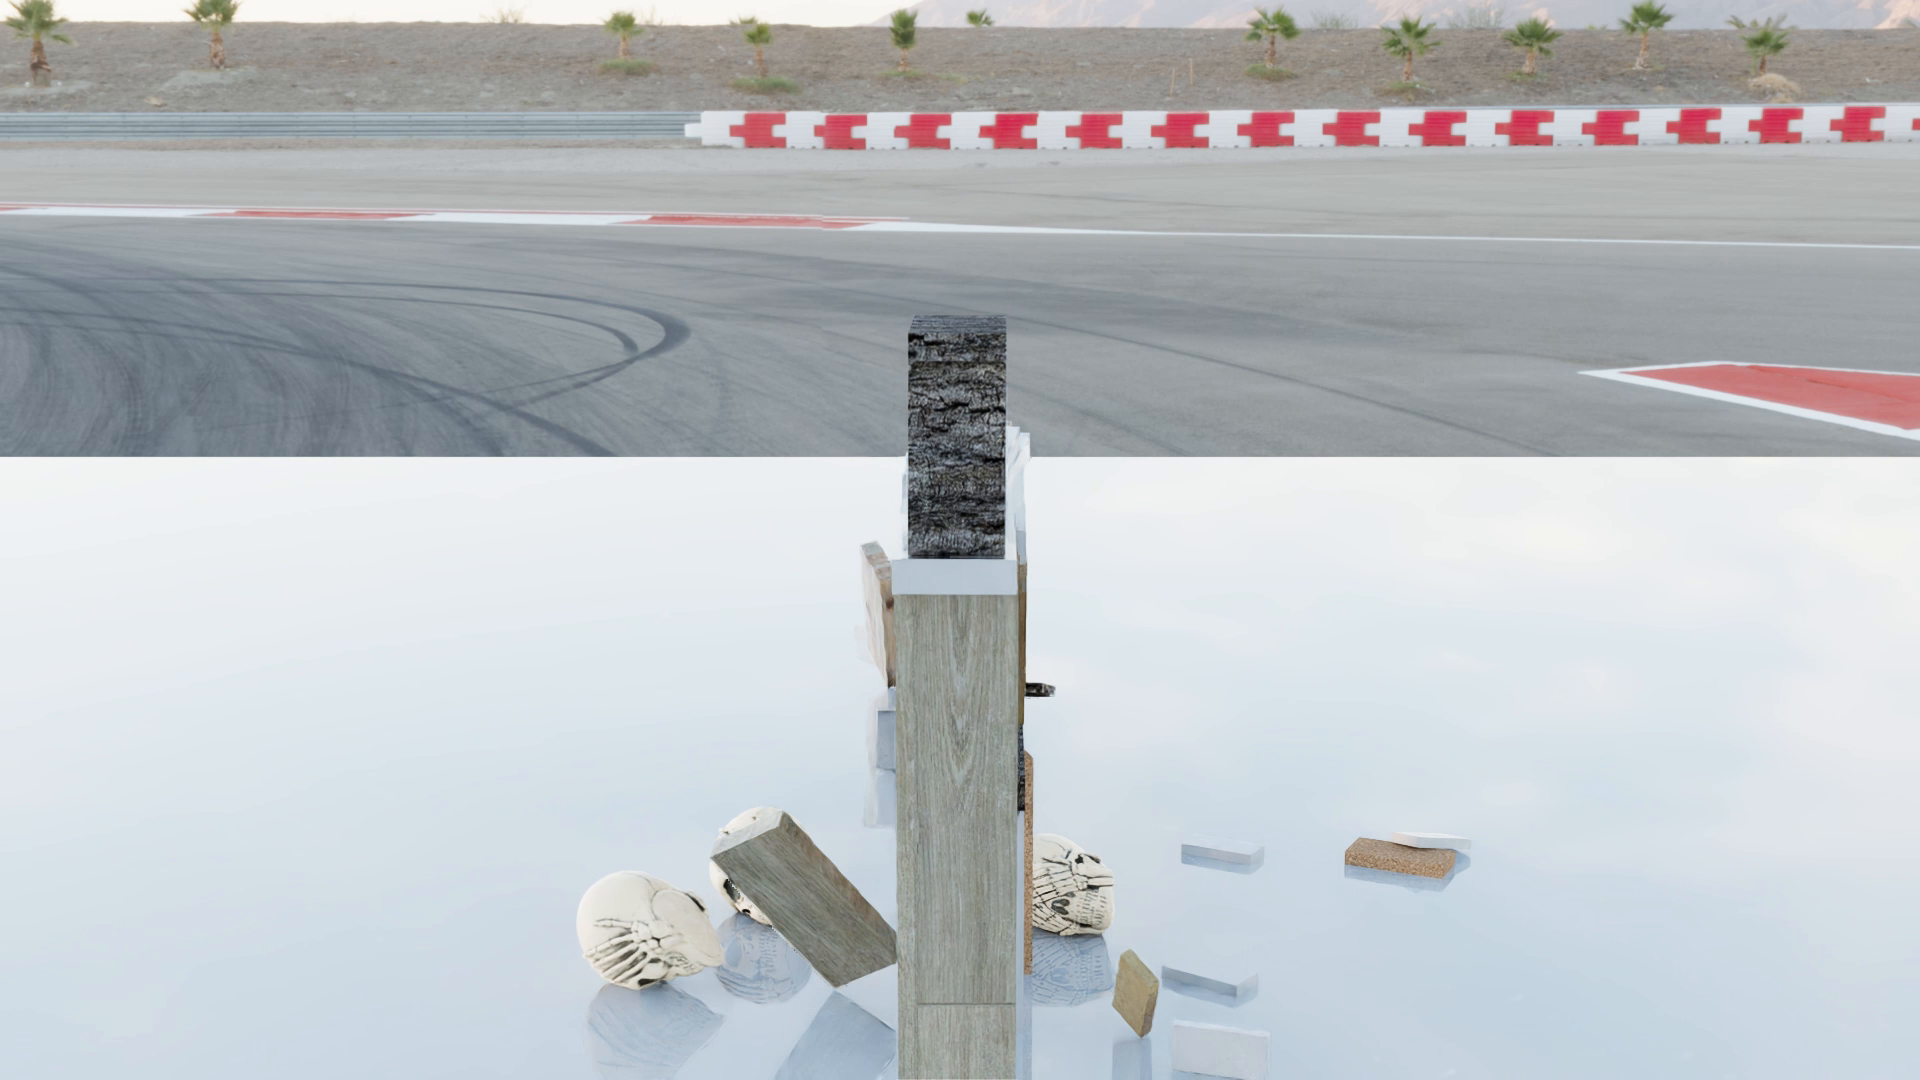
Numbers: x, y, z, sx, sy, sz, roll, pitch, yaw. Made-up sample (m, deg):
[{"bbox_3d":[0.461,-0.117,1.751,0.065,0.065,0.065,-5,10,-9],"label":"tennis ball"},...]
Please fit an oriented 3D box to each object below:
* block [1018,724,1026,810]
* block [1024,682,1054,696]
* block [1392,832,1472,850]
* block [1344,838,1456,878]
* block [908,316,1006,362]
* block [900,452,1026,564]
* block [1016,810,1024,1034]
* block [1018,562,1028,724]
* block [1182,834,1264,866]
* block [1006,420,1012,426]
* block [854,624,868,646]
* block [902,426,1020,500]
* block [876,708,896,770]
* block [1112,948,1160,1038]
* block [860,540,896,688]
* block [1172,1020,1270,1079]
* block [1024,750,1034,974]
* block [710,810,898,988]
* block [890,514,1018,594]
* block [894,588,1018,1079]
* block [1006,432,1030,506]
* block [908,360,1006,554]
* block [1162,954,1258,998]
[{"bbox_3d":[0.007,0.316,3.167,0.169,0.048,0.338,0,11,1],"label":"block"},{"bbox_3d":[0.081,0.297,4.344,0.202,0.018,0.065,-3,-11,25],"label":"block"},{"bbox_3d":[0.828,0.528,3.862,0.131,0.018,0.065,7,-2,-34],"label":"block"},{"bbox_3d":[0.763,0.551,3.814,0.171,0.024,0.086,5,12,26],"label":"block"},{"bbox_3d":[-0.001,-0.256,2.771,0.119,0.034,0.238,0,11,1],"label":"block"},{"bbox_3d":[0.005,-0.049,3.157,0.174,0.049,0.348,0,20,1],"label":"block"},{"bbox_3d":[0.005,0.526,3.092,0.169,0.338,0.048,0,10,0],"label":"block"},{"bbox_3d":[0.006,0.152,3.138,0.174,0.348,0.049,0,54,1],"label":"block"},{"bbox_3d":[0.462,0.544,3.868,0.131,0.018,0.065,6,12,28],"label":"block"},{"bbox_3d":[-0.010,-0.069,3.960,0.177,0.050,0.355,3,52,6],"label":"block"},{"bbox_3d":[-0.121,0.249,5.387,0.152,0.043,0.303,-6,12,-29],"label":"block"},{"bbox_3d":[0.004,-0.110,3.093,0.126,0.036,0.252,3,20,9],"label":"block"},{"bbox_3d":[-0.137,0.396,4.377,0.059,0.119,0.017,1,1,-8],"label":"block"},{"bbox_3d":[0.244,0.631,3.059,0.018,0.130,0.065,-26,53,-25],"label":"block"},{"bbox_3d":[-0.175,0.170,4.997,0.043,0.303,0.152,-13,37,-14],"label":"block"},{"bbox_3d":[0.351,0.688,2.961,0.130,0.065,0.018,4,9,19],"label":"block"},{"bbox_3d":[0.021,0.488,3.292,0.169,0.337,0.048,-2,11,-12],"label":"block"},{"bbox_3d":[-0.218,0.524,3.189,0.126,0.298,0.036,-27,27,25],"label":"block"},{"bbox_3d":[-0.006,0.016,2.834,0.154,0.044,0.308,0,11,1],"label":"block"},{"bbox_3d":[-0.004,0.393,2.827,0.154,0.693,0.044,0,14,0],"label":"block"},{"bbox_3d":[0.019,-0.104,3.184,0.130,0.037,0.259,3,20,9],"label":"block"},{"bbox_3d":[-0.004,-0.102,2.698,0.119,0.238,0.034,0,1,1],"label":"block"},{"bbox_3d":[0.374,0.651,3.291,0.130,0.018,0.065,8,13,36],"label":"block"}]
